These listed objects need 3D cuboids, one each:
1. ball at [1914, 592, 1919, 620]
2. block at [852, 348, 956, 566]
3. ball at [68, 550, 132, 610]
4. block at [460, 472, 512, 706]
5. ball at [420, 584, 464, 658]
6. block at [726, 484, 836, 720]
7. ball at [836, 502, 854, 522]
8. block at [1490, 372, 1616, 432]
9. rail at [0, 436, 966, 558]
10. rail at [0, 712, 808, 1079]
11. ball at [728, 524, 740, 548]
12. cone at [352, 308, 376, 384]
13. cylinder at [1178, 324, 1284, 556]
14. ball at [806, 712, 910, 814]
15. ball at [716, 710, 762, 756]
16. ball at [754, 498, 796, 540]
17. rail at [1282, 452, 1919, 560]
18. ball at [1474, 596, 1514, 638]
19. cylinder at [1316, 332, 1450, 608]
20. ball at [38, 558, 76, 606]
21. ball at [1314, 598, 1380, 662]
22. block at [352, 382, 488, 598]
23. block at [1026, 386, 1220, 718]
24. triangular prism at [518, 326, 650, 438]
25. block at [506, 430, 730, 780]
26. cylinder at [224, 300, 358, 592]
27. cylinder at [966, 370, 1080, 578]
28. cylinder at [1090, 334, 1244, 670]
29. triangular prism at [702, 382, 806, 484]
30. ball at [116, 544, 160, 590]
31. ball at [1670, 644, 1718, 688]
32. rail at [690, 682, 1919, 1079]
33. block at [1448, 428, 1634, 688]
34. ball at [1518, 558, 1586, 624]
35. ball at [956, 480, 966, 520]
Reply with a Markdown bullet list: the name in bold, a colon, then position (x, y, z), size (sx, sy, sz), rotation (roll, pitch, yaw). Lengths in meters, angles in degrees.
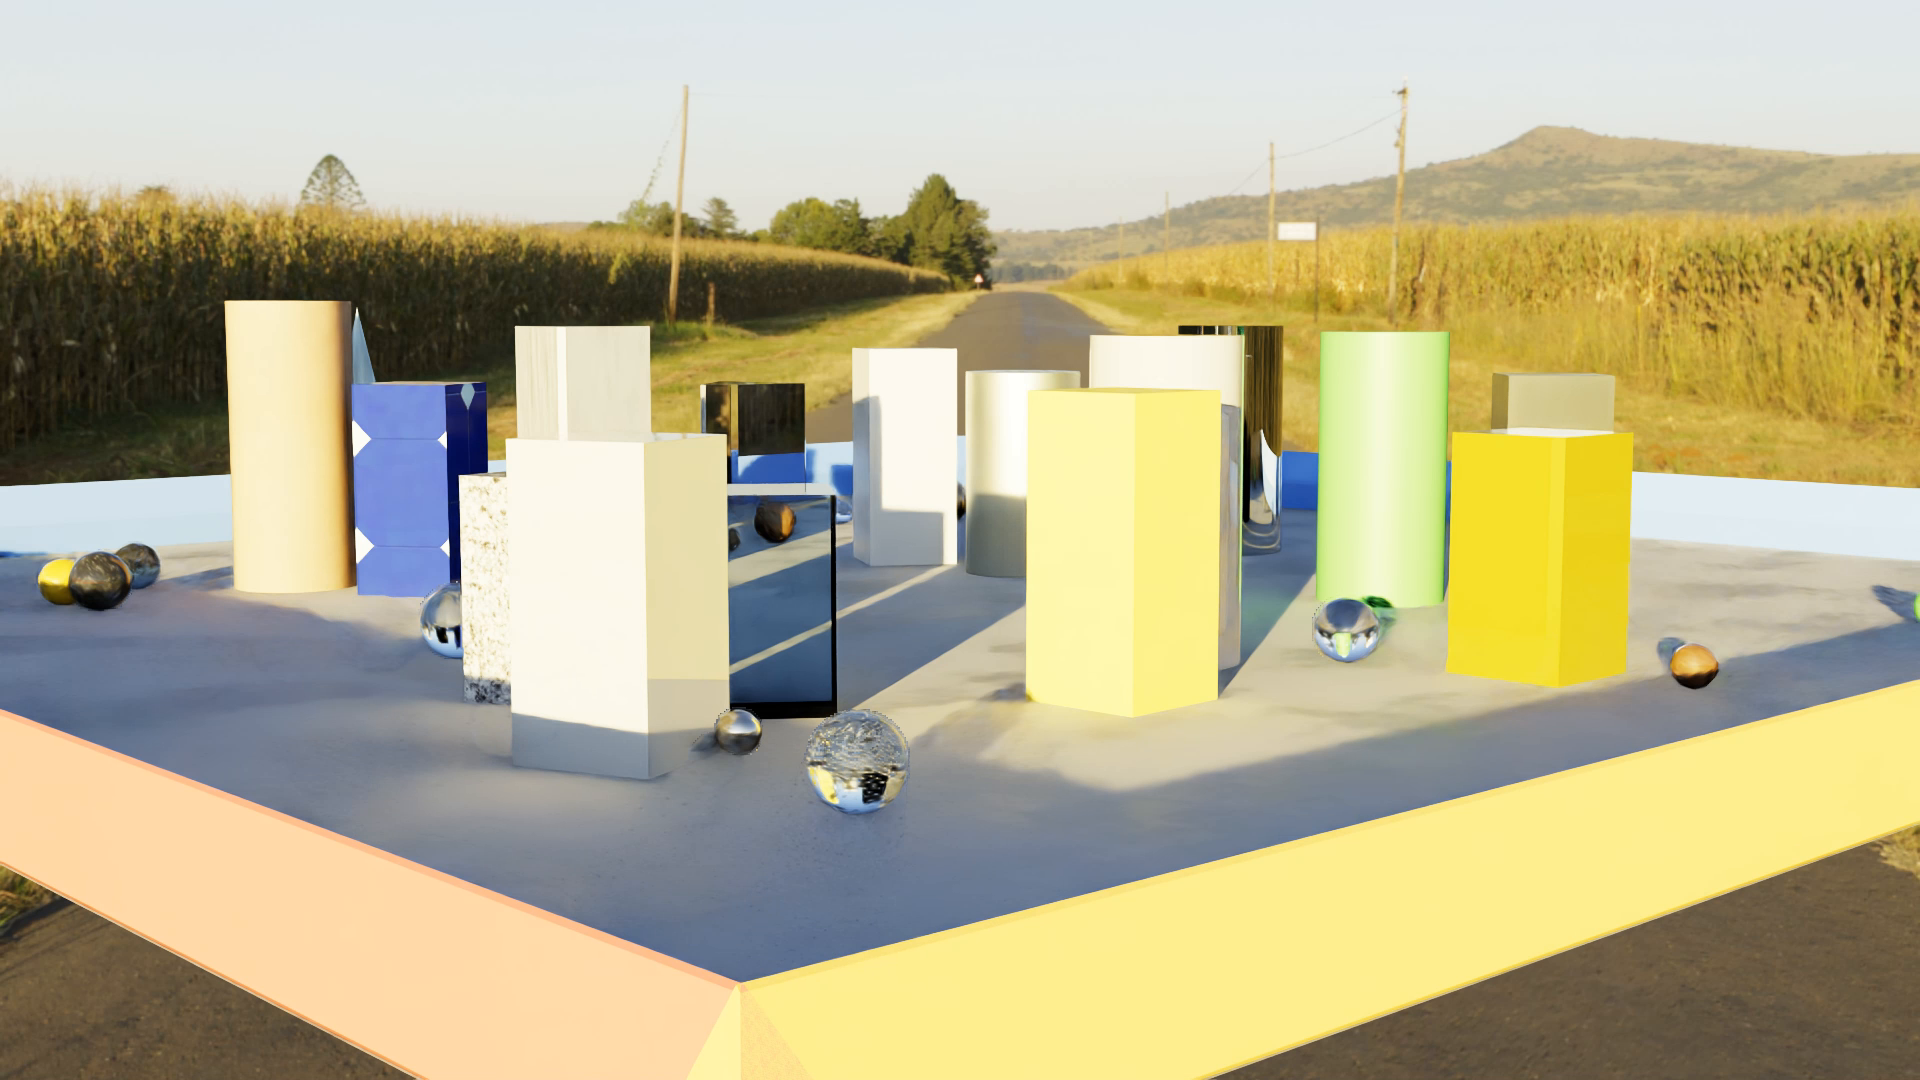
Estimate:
- **ball**: position (1.362, 0.093, 3.059), size (0.064, 0.064, 0.064), rotation (0, 6, 0)
- **block**: position (-0.099, -0.151, 3.897), size (0.155, 0.375, 0.155), rotation (-1, 6, -14)
- **ball**: position (-1.273, 0.060, 3.254), size (0.089, 0.089, 0.089), rotation (0, 6, 0)
- **block**: position (-0.460, 0.052, 2.524), size (0.155, 0.258, 0.155), rotation (3, 7, 30)
- **ball**: position (-0.641, 0.104, 2.807), size (0.095, 0.095, 0.095), rotation (0, 6, 0)
- **block**: position (-0.220, 0.065, 2.459), size (0.155, 0.245, 0.155), rotation (-1, 6, -6)
- **ball**: position (-0.245, -0.058, 4.596), size (0.044, 0.044, 0.044), rotation (0, 6, 0)
- **block**: position (0.898, -0.079, 3.353), size (0.155, 0.346, 0.155), rotation (0, 6, 5)
- **rail**: position (-1.084, -0.090, 4.501), size (3.276, 0.126, 0.045), rotation (-6, 8, -42)
- **rail**: position (-1.186, 0.147, 2.243), size (0.045, 0.126, 3.245), rotation (-6, 8, -42)
- **ball**: position (-0.432, -0.007, 4.099), size (0.047, 0.047, 0.047), rotation (0, 6, 0)
- **cone**: position (-1.040, -0.179, 3.818), size (0.193, 0.447, 0.193), rotation (0, 6, 0)
- **cylinder**: position (0.497, -0.187, 4.053), size (0.193, 0.415, 0.193), rotation (0, 6, 0)
- **ball**: position (-0.090, 0.197, 1.944), size (0.091, 0.091, 0.091), rotation (0, 6, 0)
- **ball**: position (-0.221, 0.193, 2.199), size (0.046, 0.046, 0.046), rotation (0, 6, 0)
- **ball**: position (-0.359, -0.041, 4.258), size (0.082, 0.082, 0.082), rotation (0, 6, 0)
- **rail**: position (1.186, -0.082, 4.421), size (0.045, 0.126, 3.245), rotation (-6, 8, -42)
- **ball**: position (0.727, 0.105, 2.993), size (0.055, 0.055, 0.055), rotation (0, 6, 0)
- **cylinder**: position (0.646, -0.113, 3.366), size (0.193, 0.410, 0.193), rotation (0, 6, 0)
- **ball**: position (-1.349, 0.063, 3.310), size (0.072, 0.072, 0.072), rotation (0, 6, 0)
- **ball**: position (0.488, 0.113, 2.778), size (0.083, 0.083, 0.083), rotation (0, 6, 0)
- **block**: position (-0.848, -0.083, 3.472), size (0.155, 0.328, 0.155), rotation (1, 6, 11)
- **block**: position (0.185, 0.007, 2.496), size (0.155, 0.353, 0.155), rotation (6, 8, 43)
- **triangular prism**: position (-0.500, -0.057, 2.778), size (0.145, 0.423, 0.167), rotation (4, 7, 31)
- **block**: position (-0.335, 0.058, 2.174), size (0.155, 0.320, 0.155), rotation (3, 7, 24)
- **cylinder**: position (-1.072, -0.154, 3.533), size (0.193, 0.457, 0.193), rotation (0, 6, 0)
- **cylinder**: position (0.106, -0.115, 3.725), size (0.193, 0.340, 0.193), rotation (0, 6, 0)
- **cylinder**: position (0.259, -0.052, 2.774), size (0.193, 0.412, 0.193), rotation (0, 6, 0)
- **triangular prism**: position (-0.345, -0.080, 3.432), size (0.167, 0.331, 0.145), rotation (-3, 7, -26)
- **ball**: position (-1.312, 0.042, 3.501), size (0.074, 0.074, 0.074), rotation (0, 6, 0)
- **ball**: position (0.863, 0.148, 2.586), size (0.054, 0.054, 0.054), rotation (0, 6, 0)
- **rail**: position (1.084, 0.155, 2.164), size (3.276, 0.126, 0.045), rotation (-6, 8, -42)
- **block**: position (0.708, 0.016, 2.688), size (0.155, 0.295, 0.155), rotation (-6, 8, -44)
- **ball**: position (0.841, 0.071, 3.124), size (0.094, 0.094, 0.094), rotation (0, 6, 0)
- **ball**: position (-0.030, -0.082, 4.568), size (0.097, 0.097, 0.097), rotation (0, 6, 0)
